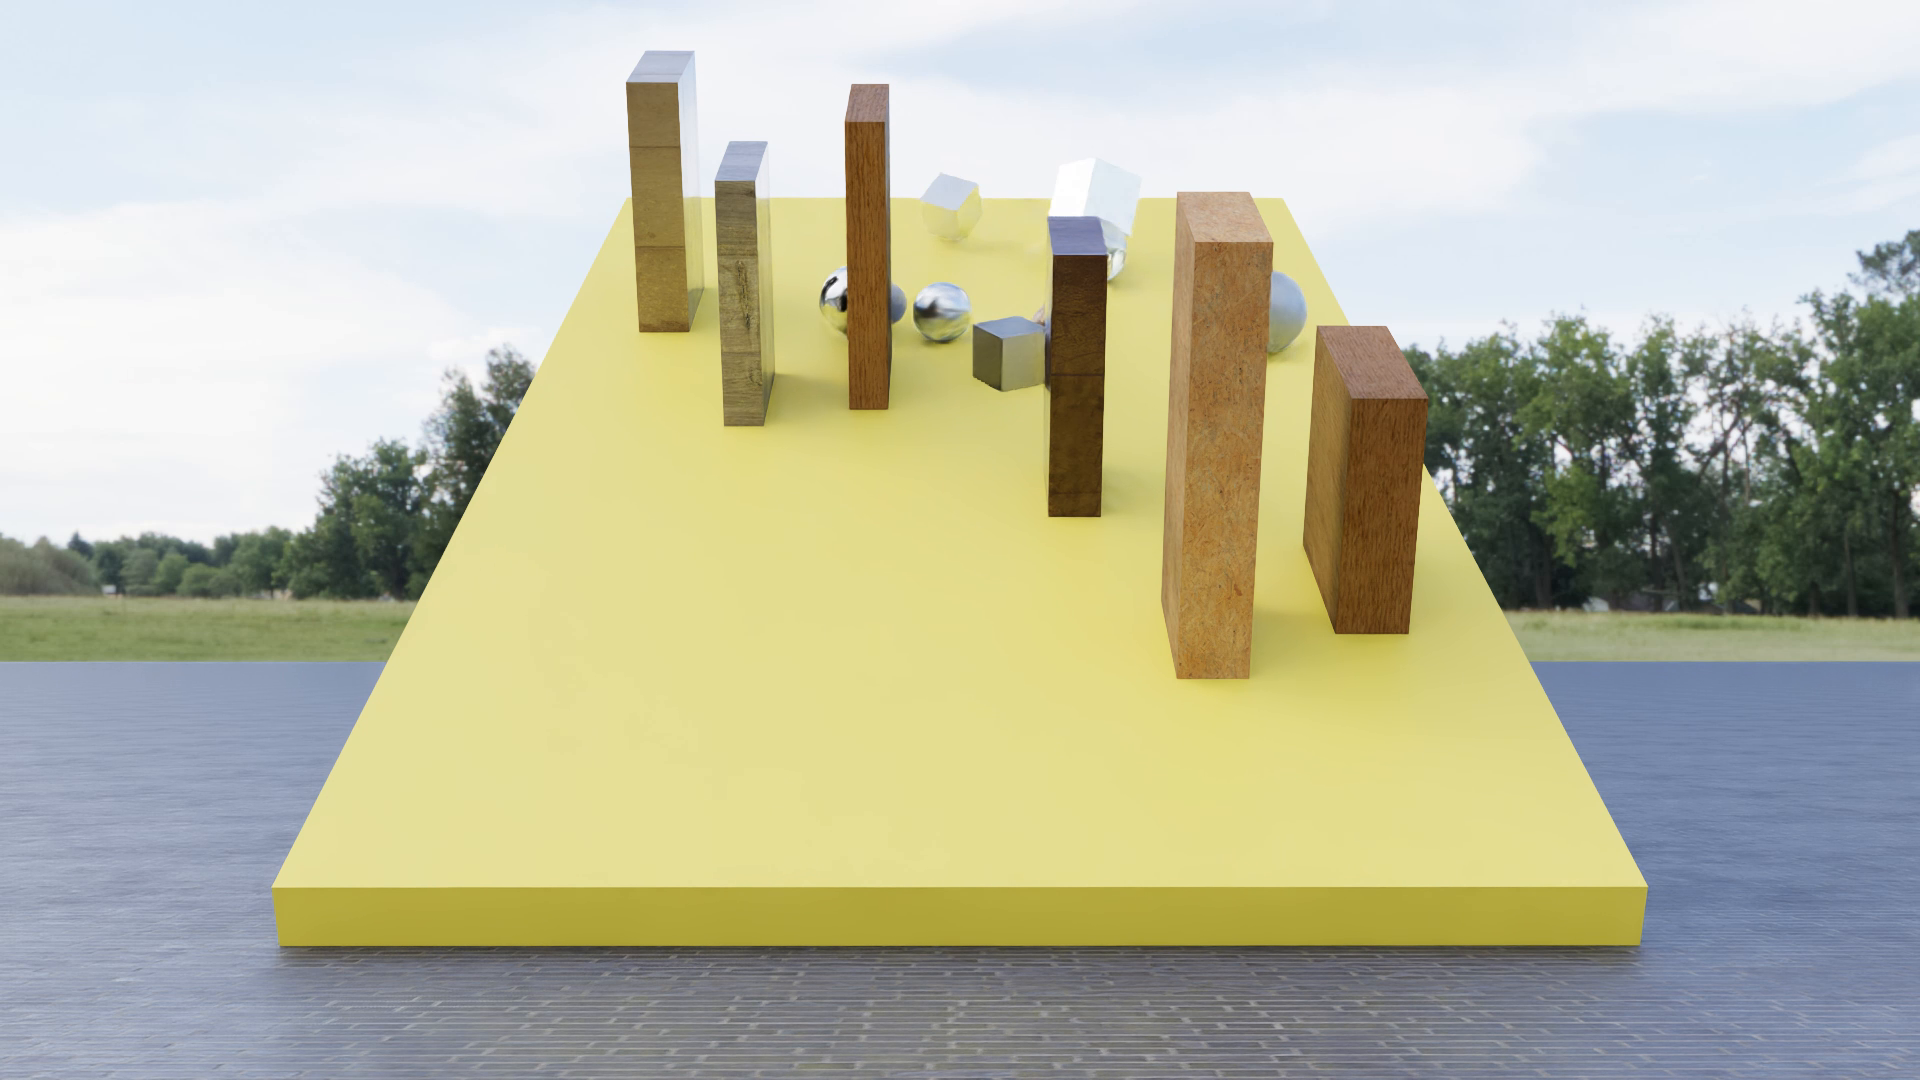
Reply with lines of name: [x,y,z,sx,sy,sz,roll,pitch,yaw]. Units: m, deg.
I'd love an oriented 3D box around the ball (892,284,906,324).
ball: [-0.188,-0.593,5.796,0.111,0.111,0.111,0,-3,0]

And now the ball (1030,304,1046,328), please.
ball: [0.246,-0.489,5.498,0.171,0.171,0.171,0,-3,0]

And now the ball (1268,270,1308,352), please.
ball: [0.743,-0.557,5.622,0.203,0.203,0.203,0,-3,0]

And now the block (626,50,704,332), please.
block: [-0.742,-0.888,5.852,0.126,0.628,0.400,0,23,0]

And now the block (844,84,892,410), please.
block: [-0.208,-0.680,5.317,0.088,0.661,0.403,0,23,0]

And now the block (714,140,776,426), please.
block: [-0.483,-0.583,5.218,0.089,0.559,0.371,0,23,0]

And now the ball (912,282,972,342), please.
ball: [-0.043,-0.564,5.703,0.149,0.149,0.149,0,-3,0]

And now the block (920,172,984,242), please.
block: [-0.025,-0.935,6.496,0.122,0.122,0.122,20,-33,23]

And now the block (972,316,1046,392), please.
block: [0.119,-0.438,5.429,0.131,0.131,0.131,-13,26,-29]

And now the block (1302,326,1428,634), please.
block: [0.741,-0.118,4.259,0.132,0.449,0.417,0,23,0]

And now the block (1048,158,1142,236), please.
block: [0.369,-0.929,6.309,0.165,0.165,0.165,18,-10,-32]

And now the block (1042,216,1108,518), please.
block: [0.231,-0.355,4.694,0.107,0.547,0.294,0,23,0]

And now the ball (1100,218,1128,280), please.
ball: [0.363,-0.774,6.174,0.173,0.173,0.173,0,-3,0]

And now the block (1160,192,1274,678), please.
block: [0.437,-0.181,3.985,0.125,0.776,0.327,0,23,0]

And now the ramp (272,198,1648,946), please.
ramp: [-0.007,-0.225,5.217,2.000,0.100,4.000,0,23,0]

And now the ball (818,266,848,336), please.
ball: [-0.258,-0.588,5.670,0.176,0.176,0.176,0,-3,0]
